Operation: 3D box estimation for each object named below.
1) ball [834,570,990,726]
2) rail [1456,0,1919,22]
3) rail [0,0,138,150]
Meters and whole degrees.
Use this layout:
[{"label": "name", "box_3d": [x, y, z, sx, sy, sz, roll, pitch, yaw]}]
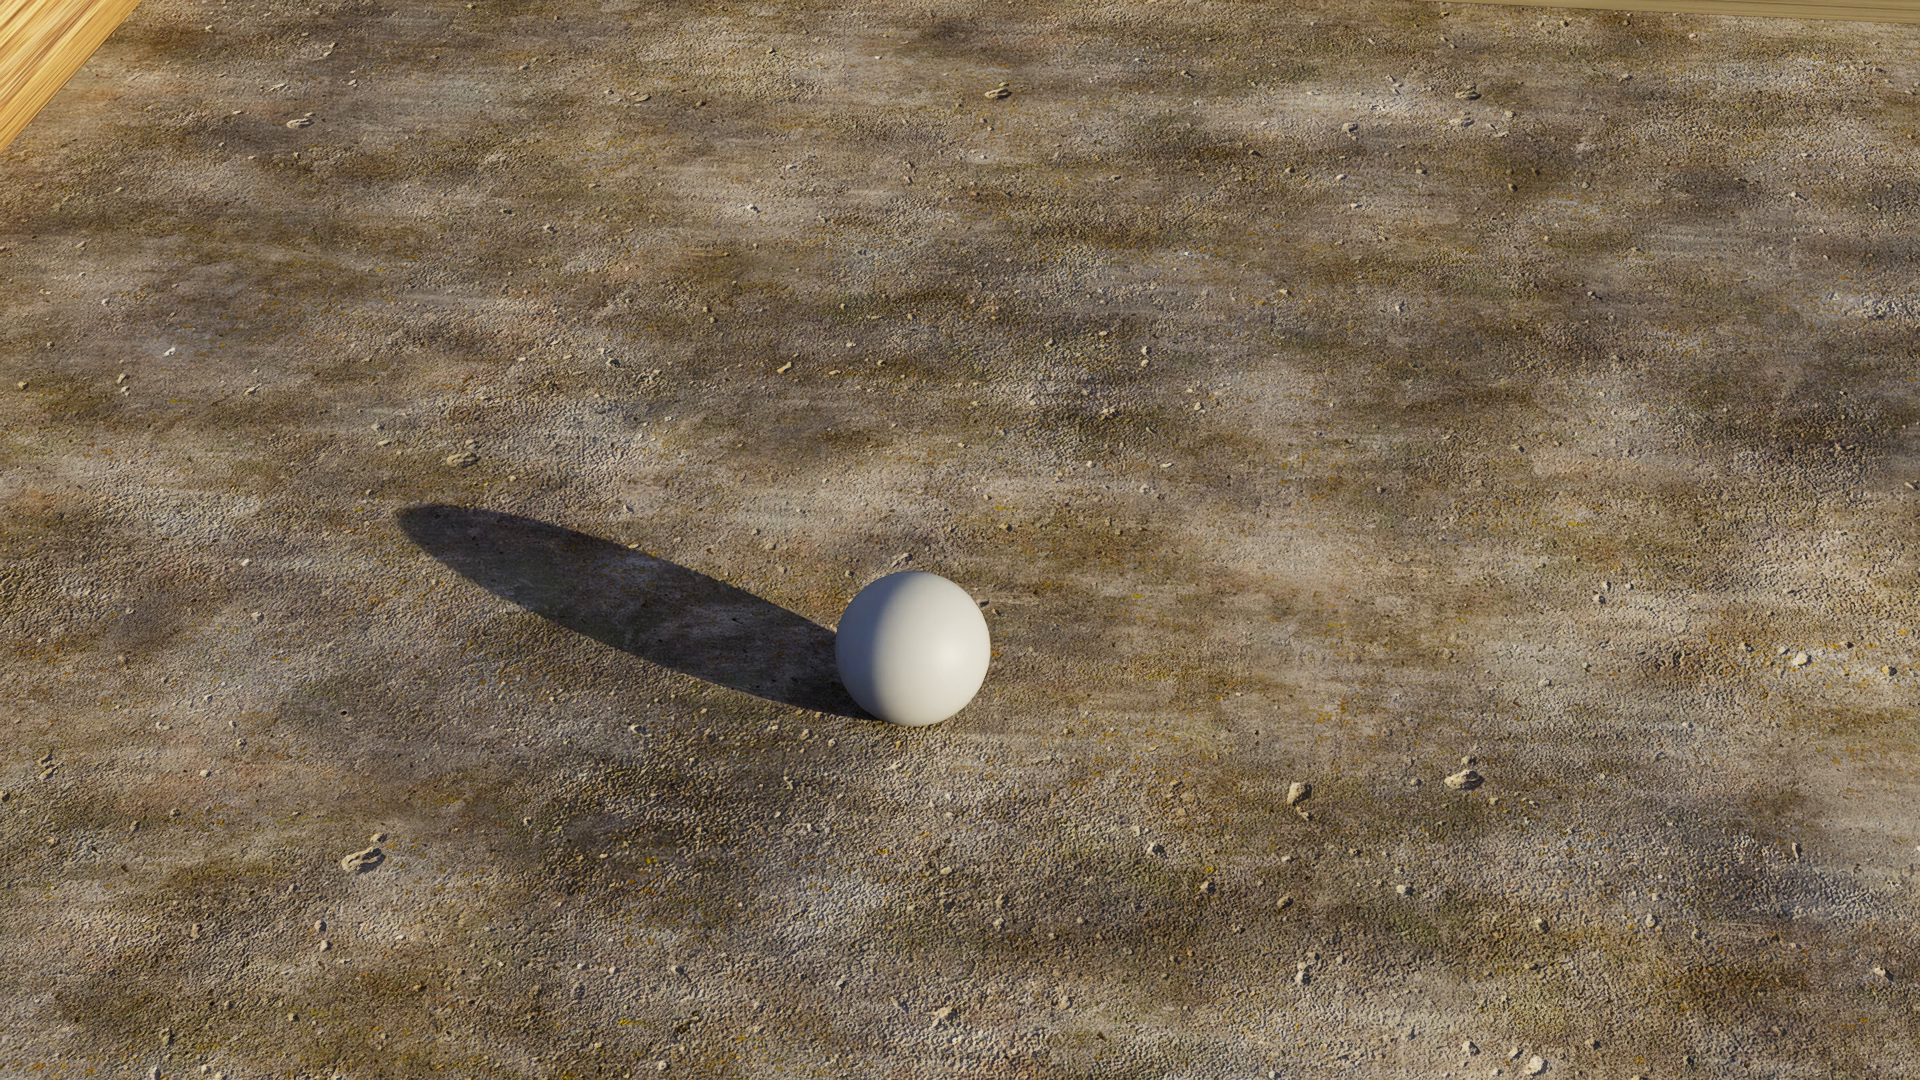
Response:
[{"label": "ball", "box_3d": [-0.030, 0.069, 1.640, 0.100, 0.100, 0.100, 0, 35, 0]}, {"label": "rail", "box_3d": [1.049, -0.547, 2.480, 3.752, 0.130, 0.045, 4, 36, 5]}, {"label": "rail", "box_3d": [-0.908, -0.086, 1.831, 0.045, 0.130, 2.080, 4, 36, 5]}]
